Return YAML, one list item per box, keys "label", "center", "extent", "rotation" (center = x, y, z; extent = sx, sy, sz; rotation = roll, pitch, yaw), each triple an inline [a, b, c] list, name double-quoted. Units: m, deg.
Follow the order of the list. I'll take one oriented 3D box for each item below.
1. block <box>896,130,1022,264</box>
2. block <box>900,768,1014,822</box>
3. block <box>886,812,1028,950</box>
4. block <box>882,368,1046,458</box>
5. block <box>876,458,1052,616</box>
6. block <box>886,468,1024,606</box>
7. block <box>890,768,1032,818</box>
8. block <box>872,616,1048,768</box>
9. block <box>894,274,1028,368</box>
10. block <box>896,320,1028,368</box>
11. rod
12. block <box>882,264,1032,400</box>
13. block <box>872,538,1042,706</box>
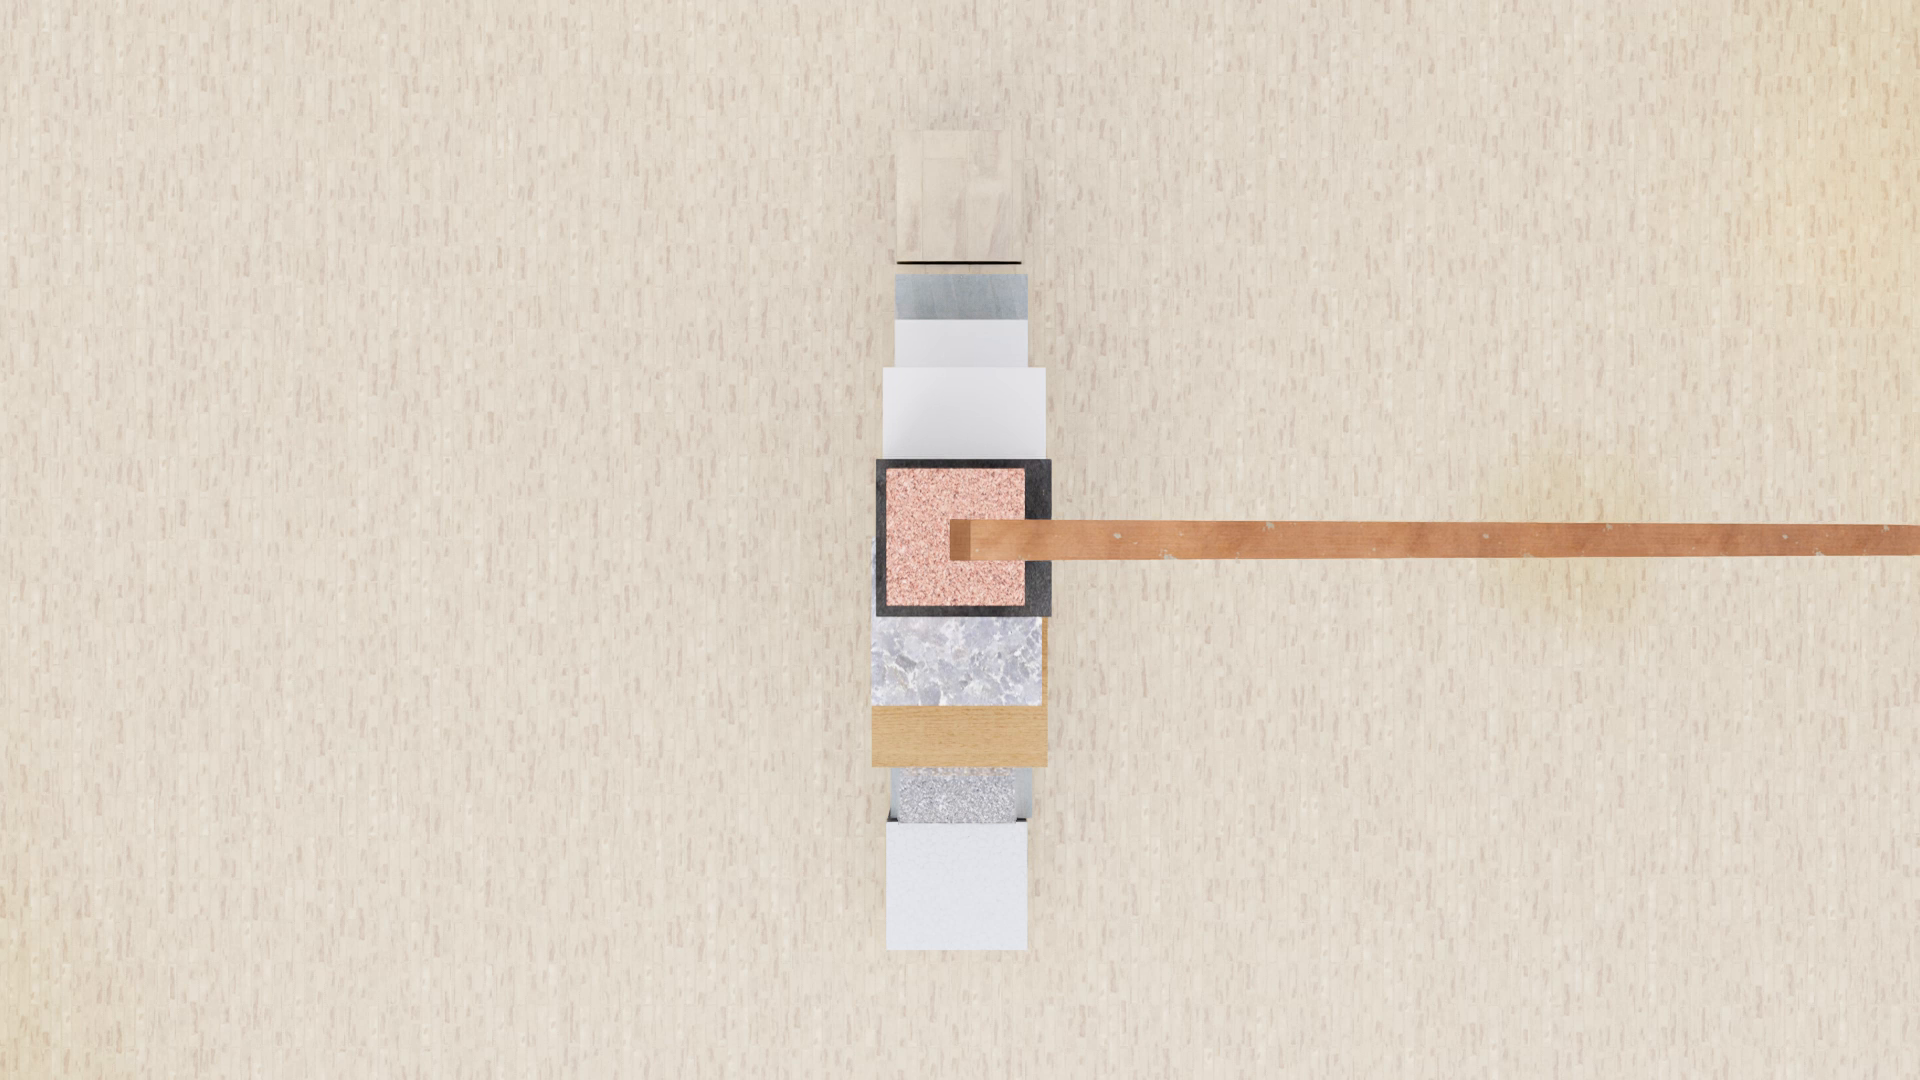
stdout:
- label: "block"
  center: [-0.003, -1.916, 12.616]
  extent: [0.695, 0.768, 0.729]
  rotation: [0, 90, 0]
- label: "block"
  center: [-0.016, 1.096, 11.733]
  extent: [0.596, 0.638, 0.691]
  rotation: [0, 96, 0]
- label: "block"
  center: [-0.018, 1.926, 12.618]
  extent: [0.784, 0.763, 0.710]
  rotation: [0, 90, 0]
- label: "block"
  center: [0.019, -0.399, 10.188]
  extent: [0.722, 0.834, 0.721]
  rotation: [0, 89, 0]
- label: "block"
  center: [0.016, -0.007, 9.356]
  extent: [0.717, 0.806, 0.644]
  rotation: [0, 90, 0]
- label: "block"
  center: [-0.017, -0.010, 8.689]
  extent: [0.529, 0.528, 0.524]
  rotation: [0, 90, 0]
- label: "block"
  center: [0.009, 1.206, 12.670]
  extent: [0.796, 0.659, 0.710]
  rotation: [0, 90, 0]
- label: "block"
  center: [-0.002, 0.663, 10.889]
  extent: [0.842, 0.725, 0.848]
  rotation: [0, 90, 0]
- label: "block"
  center: [0.008, -1.050, 11.996]
  extent: [0.707, 0.622, 0.726]
  rotation: [0, 90, 0]
- label: "block"
  center: [0.007, -0.731, 11.328]
  extent: [0.664, 0.622, 0.728]
  rotation: [0, 89, 0]
- label: "rod"
  center: [2.234, 0.000, 5.584]
  extent: [5.200, 0.080, 0.080]
  rotation: [0, 90, -31]
- label: "block"
  center: [-0.016, -1.169, 12.654]
  extent: [0.842, 0.692, 0.746]
  rotation: [0, 90, 0]
- label: "block"
  center: [-0.015, 0.363, 10.141]
  extent: [0.757, 0.769, 0.745]
  rotation: [0, 90, 0]
